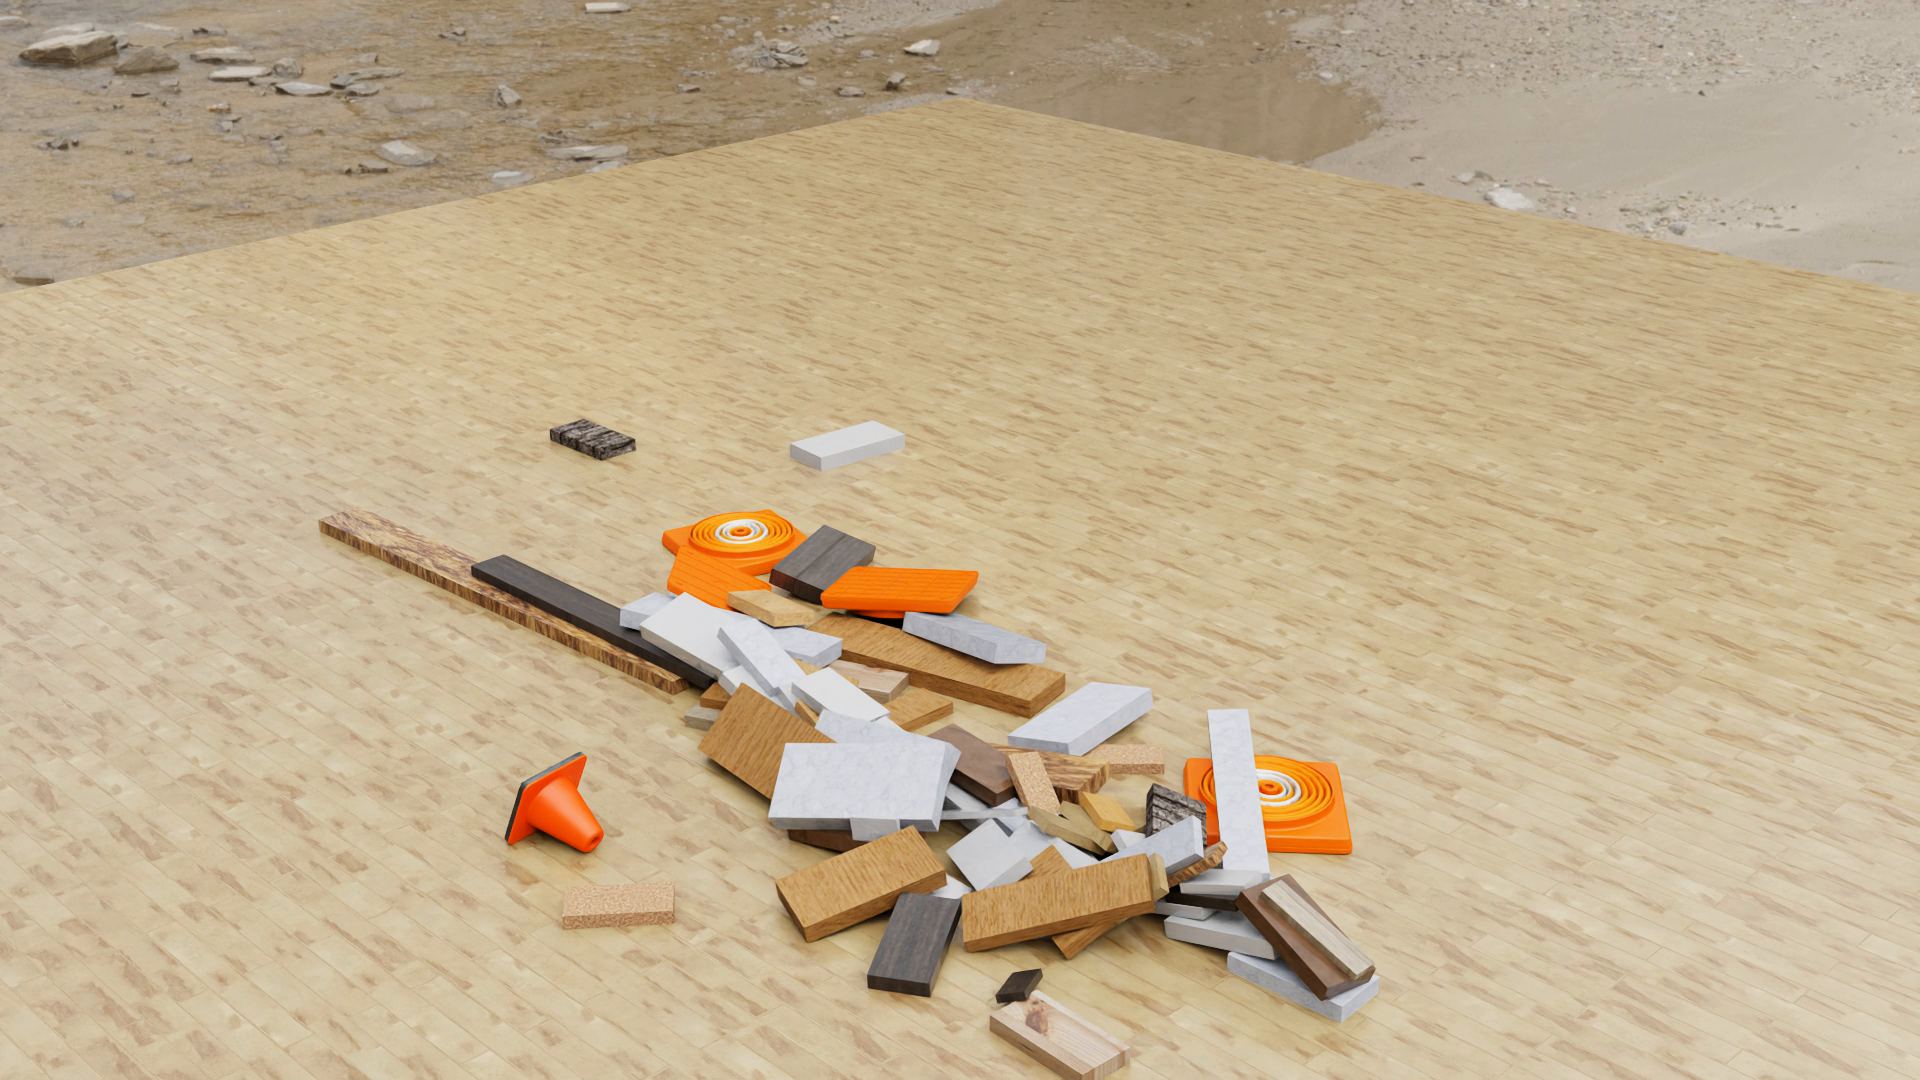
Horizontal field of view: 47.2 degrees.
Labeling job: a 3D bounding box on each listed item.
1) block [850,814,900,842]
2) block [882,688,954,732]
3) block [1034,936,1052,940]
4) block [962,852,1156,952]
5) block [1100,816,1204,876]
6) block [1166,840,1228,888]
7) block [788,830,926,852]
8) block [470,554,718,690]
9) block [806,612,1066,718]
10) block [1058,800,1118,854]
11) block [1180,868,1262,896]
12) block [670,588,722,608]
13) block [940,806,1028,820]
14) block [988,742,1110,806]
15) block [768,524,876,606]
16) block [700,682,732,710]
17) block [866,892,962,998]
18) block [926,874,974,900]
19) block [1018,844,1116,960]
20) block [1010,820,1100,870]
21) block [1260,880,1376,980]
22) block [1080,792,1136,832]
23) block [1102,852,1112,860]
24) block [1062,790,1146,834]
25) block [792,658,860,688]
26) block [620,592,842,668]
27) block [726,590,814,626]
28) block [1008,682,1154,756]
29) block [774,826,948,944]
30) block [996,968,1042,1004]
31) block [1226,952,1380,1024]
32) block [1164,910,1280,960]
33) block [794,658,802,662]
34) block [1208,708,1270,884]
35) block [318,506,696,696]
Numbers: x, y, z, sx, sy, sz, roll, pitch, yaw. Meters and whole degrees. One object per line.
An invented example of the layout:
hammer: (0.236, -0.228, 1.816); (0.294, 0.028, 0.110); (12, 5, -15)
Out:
block: (-0.162, 0.554, 4.225); (0.097, 0.049, 0.014); (0, 19, 22)
block: (-0.120, 0.383, 4.822); (0.197, 0.028, 0.099); (-21, 30, -40)
block: (0.160, 0.708, 4.076); (0.049, 0.014, 0.097); (1, 23, 2)
block: (0.177, 0.659, 3.994); (0.350, 0.032, 0.112); (-15, 39, 11)
block: (0.343, 0.598, 4.081); (0.256, 0.023, 0.081); (-32, 40, 32)
block: (0.420, 0.601, 4.036); (0.144, 0.019, 0.067); (-32, 3, 31)
block: (-0.204, 0.571, 4.322); (0.257, 0.032, 0.114); (6, 22, 37)
block: (-0.851, 0.185, 5.200); (0.909, 0.028, 0.099); (21, 30, 40)
block: (-0.075, 0.282, 5.039); (0.634, 0.045, 0.159); (14, 26, 29)
block: (0.269, 0.564, 4.278); (0.081, 0.023, 0.162); (23, 9, -41)
block: (0.475, 0.623, 4.007); (0.134, 0.019, 0.067); (-4, 14, 36)
block: (-0.648, 0.184, 5.283); (0.123, 0.035, 0.246); (0, 23, 0)
block: (-0.001, 0.541, 4.341); (0.285, 0.014, 0.049); (-7, -3, 32)
block: (0.149, 0.483, 4.527); (0.286, 0.041, 0.143); (5, 23, 30)
block: (-0.343, 0.061, 5.516); (0.151, 0.043, 0.301); (23, 29, 14)
block: (-0.480, 0.351, 4.834); (0.163, 0.023, 0.081); (8, 24, 17)
block: (-0.080, 0.727, 3.964); (0.114, 0.032, 0.229); (6, 32, 13)
block: (-0.092, 0.655, 4.175); (0.113, 0.032, 0.225); (-21, 31, -40)
block: (0.184, 0.664, 4.046); (0.109, 0.031, 0.219); (-37, 40, -5)
block: (0.168, 0.620, 4.167); (0.109, 0.031, 0.239); (-46, 36, -16)
block: (0.626, 0.684, 3.861); (0.054, 0.015, 0.224); (-20, 50, -41)
block: (0.288, 0.536, 4.307); (0.072, 0.020, 0.144); (14, 12, -16)
block: (0.364, 0.597, 4.323); (0.085, 0.024, 0.170); (18, 29, 36)
block: (0.308, 0.551, 4.381); (0.101, 0.029, 0.203); (-20, 21, -35)
block: (-0.332, 0.331, 4.847); (0.214, 0.107, 0.030); (15, -8, 31)
block: (-0.530, 0.213, 5.077); (0.501, 0.043, 0.151); (13, 18, 21)
block: (-0.447, 0.159, 5.165); (0.107, 0.030, 0.214); (-3, 14, -37)
block: (0.262, 0.391, 4.743); (0.159, 0.045, 0.318); (4, 20, 39)
block: (-0.185, 0.641, 4.108); (0.286, 0.041, 0.143); (-20, 37, -18)
block: (0.104, 0.781, 3.852); (0.054, 0.015, 0.109); (-12, 7, 20)
block: (0.608, 0.769, 3.904); (0.240, 0.034, 0.120); (19, 30, 38)
block: (0.504, 0.701, 3.995); (0.240, 0.034, 0.120); (3, 19, 43)
block: (-0.438, 0.296, 4.956); (0.163, 0.081, 0.023); (10, 12, 22)
block: (0.553, 0.502, 4.392); (0.085, 0.024, 0.617); (-2, 25, 4)
block: (-1.127, 0.130, 5.411); (1.416, 0.035, 0.123); (20, 30, 38)
